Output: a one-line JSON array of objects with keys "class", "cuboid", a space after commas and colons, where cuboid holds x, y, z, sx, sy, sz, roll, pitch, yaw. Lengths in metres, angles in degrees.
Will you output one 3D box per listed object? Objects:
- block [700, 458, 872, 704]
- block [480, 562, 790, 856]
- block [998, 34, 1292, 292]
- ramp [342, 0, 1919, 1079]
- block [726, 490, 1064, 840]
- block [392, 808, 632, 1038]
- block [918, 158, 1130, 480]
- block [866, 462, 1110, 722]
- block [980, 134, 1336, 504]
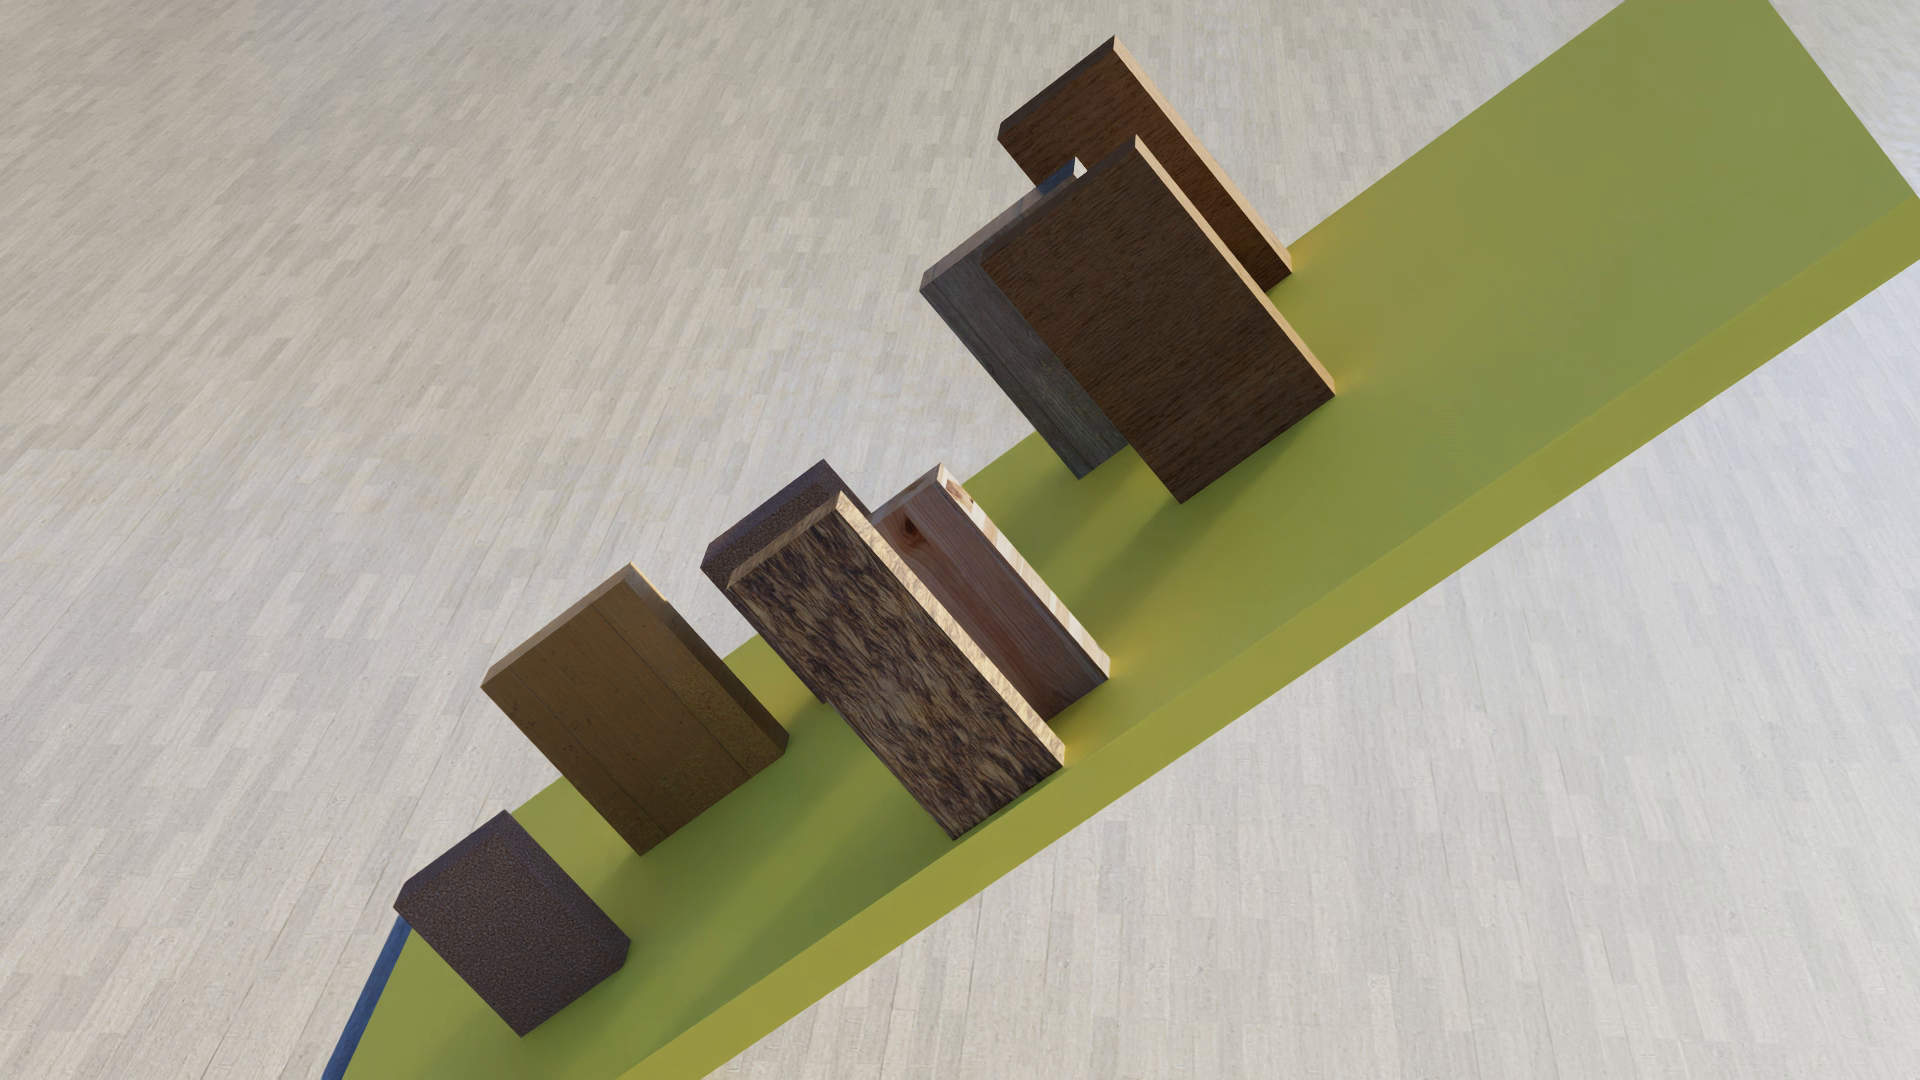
[{"class": "block", "cuboid": [-0.308, 0.095, 6.612, 0.344, 0.426, 0.134, -36, 16, 18]}, {"class": "block", "cuboid": [-0.727, 0.384, 6.601, 0.435, 0.541, 0.097, -36, 16, 18]}, {"class": "block", "cuboid": [0.432, -0.795, 6.829, 0.338, 0.670, 0.139, -36, 16, 18]}, {"class": "ramp", "cuboid": [0.121, 0.185, 6.340, 4.000, 0.100, 2.000, -36, 16, 18]}, {"class": "block", "cuboid": [-0.113, 0.235, 5.365, 0.260, 0.646, 0.082, -36, 16, 18]}, {"class": "block", "cuboid": [-0.944, 0.812, 6.214, 0.294, 0.401, 0.106, -36, 16, 18]}, {"class": "block", "cuboid": [0.263, -0.492, 6.588, 0.438, 0.572, 0.132, -36, 16, 18]}, {"class": "block", "cuboid": [-0.045, 0.179, 5.602, 0.435, 0.514, 0.085, -36, 16, 18]}, {"class": "block", "cuboid": [0.403, -0.440, 5.958, 0.394, 0.658, 0.093, -36, 16, 18]}]
